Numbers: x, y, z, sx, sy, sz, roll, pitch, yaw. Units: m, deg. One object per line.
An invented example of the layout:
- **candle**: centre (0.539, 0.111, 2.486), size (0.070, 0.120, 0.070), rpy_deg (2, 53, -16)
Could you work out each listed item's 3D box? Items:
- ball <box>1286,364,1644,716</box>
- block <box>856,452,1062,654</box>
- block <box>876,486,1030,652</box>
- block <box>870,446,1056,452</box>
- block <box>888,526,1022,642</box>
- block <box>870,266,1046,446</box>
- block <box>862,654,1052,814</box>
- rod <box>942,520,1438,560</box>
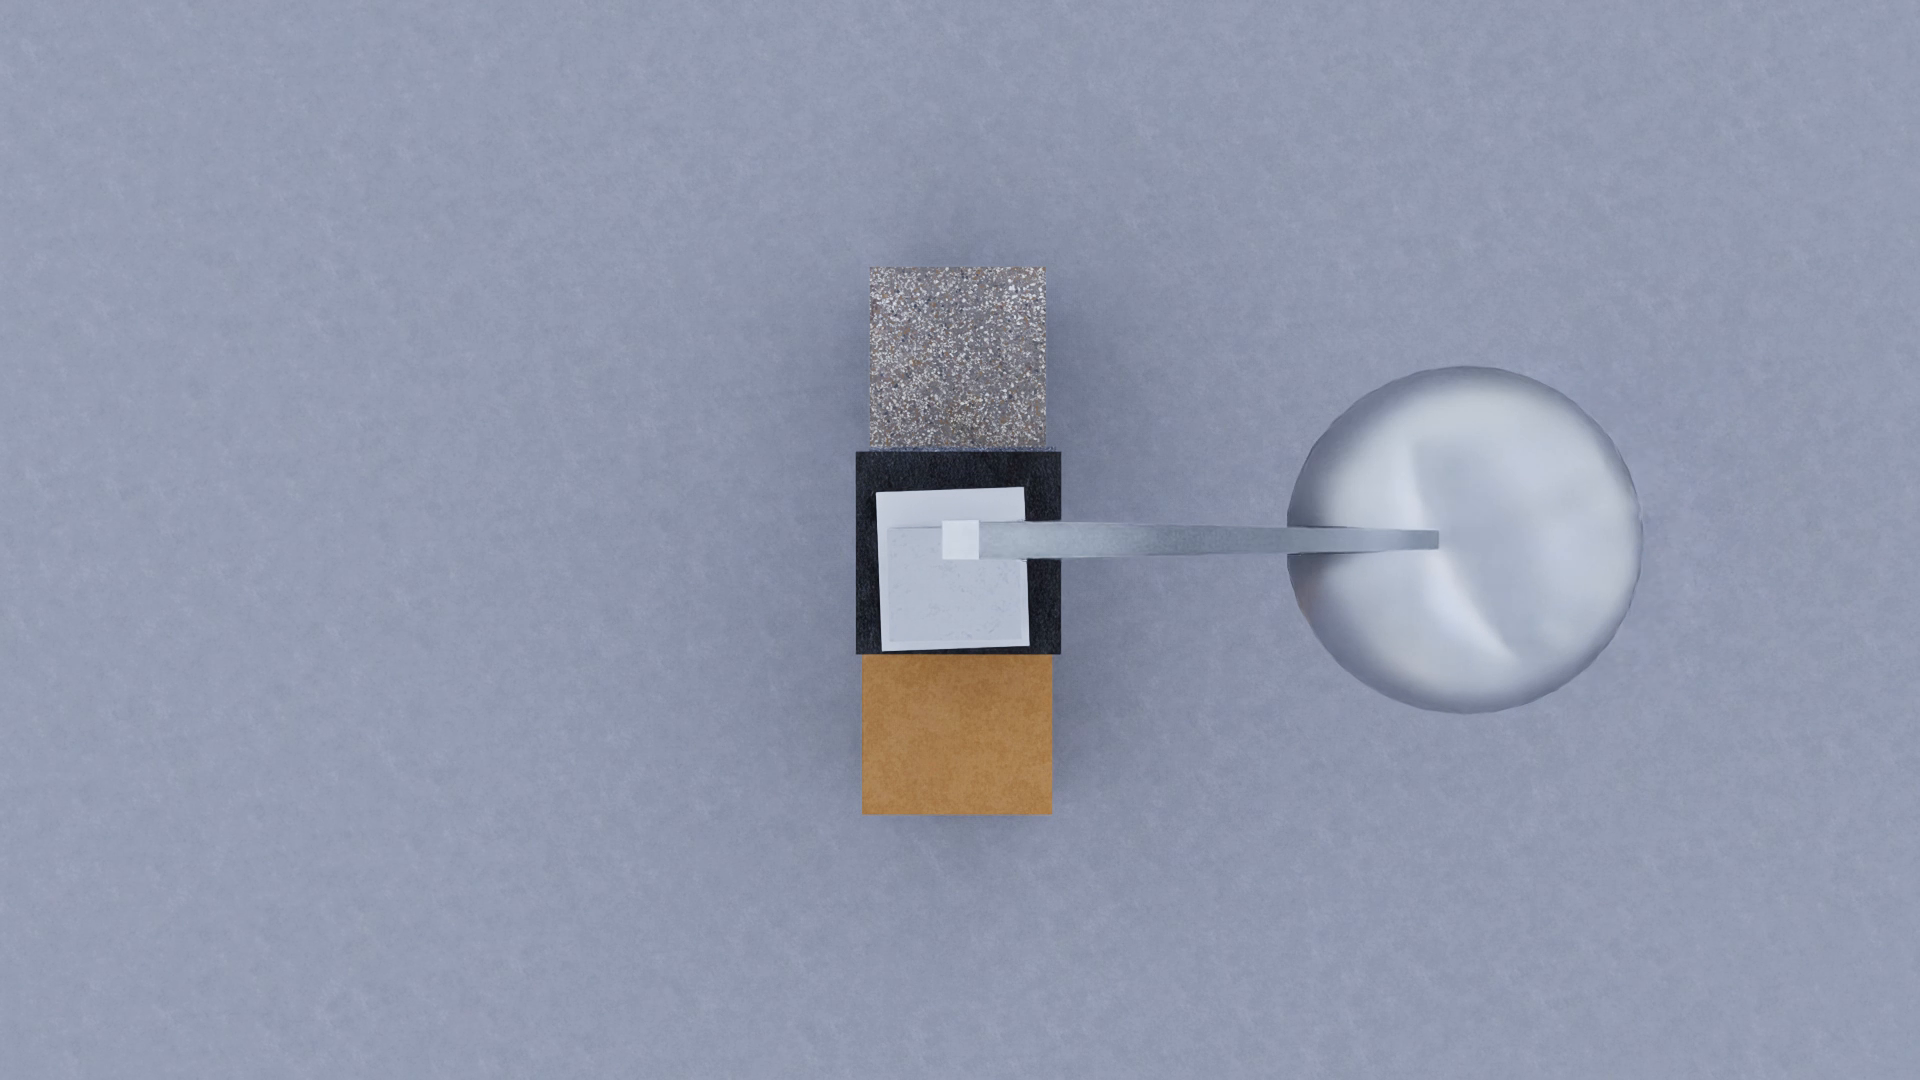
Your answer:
- **ball**: centre (2.295, 0.000, 10.065), size (1.600, 1.600, 1.600), rpy_deg (0, 90, 0)
- **block**: centre (-0.007, 0.047, 10.545), size (0.940, 0.995, 0.928), rpy_deg (0, 92, 0)
- **block**: centre (-0.030, 0.115, 9.716), size (0.630, 0.665, 0.677), rpy_deg (-2, 92, 0)
- **block**: centre (0.016, 0.013, 11.585), size (0.938, 1.086, 0.990), rpy_deg (0, 92, 0)
- **block**: centre (-0.023, 0.173, 9.134), size (0.535, 0.501, 0.454), rpy_deg (-1, 92, 0)
- **block**: centre (-0.012, -0.974, 12.558), size (0.969, 0.885, 1.060), rpy_deg (0, 90, 0)
- **block**: centre (-0.015, 1.045, 12.521), size (1.042, 0.958, 0.919), rpy_deg (0, 90, 0)
- **rod**: centre (0.994, 0.000, 6.923), size (0.080, 5.200, 0.080), rpy_deg (0, 90, 22)
